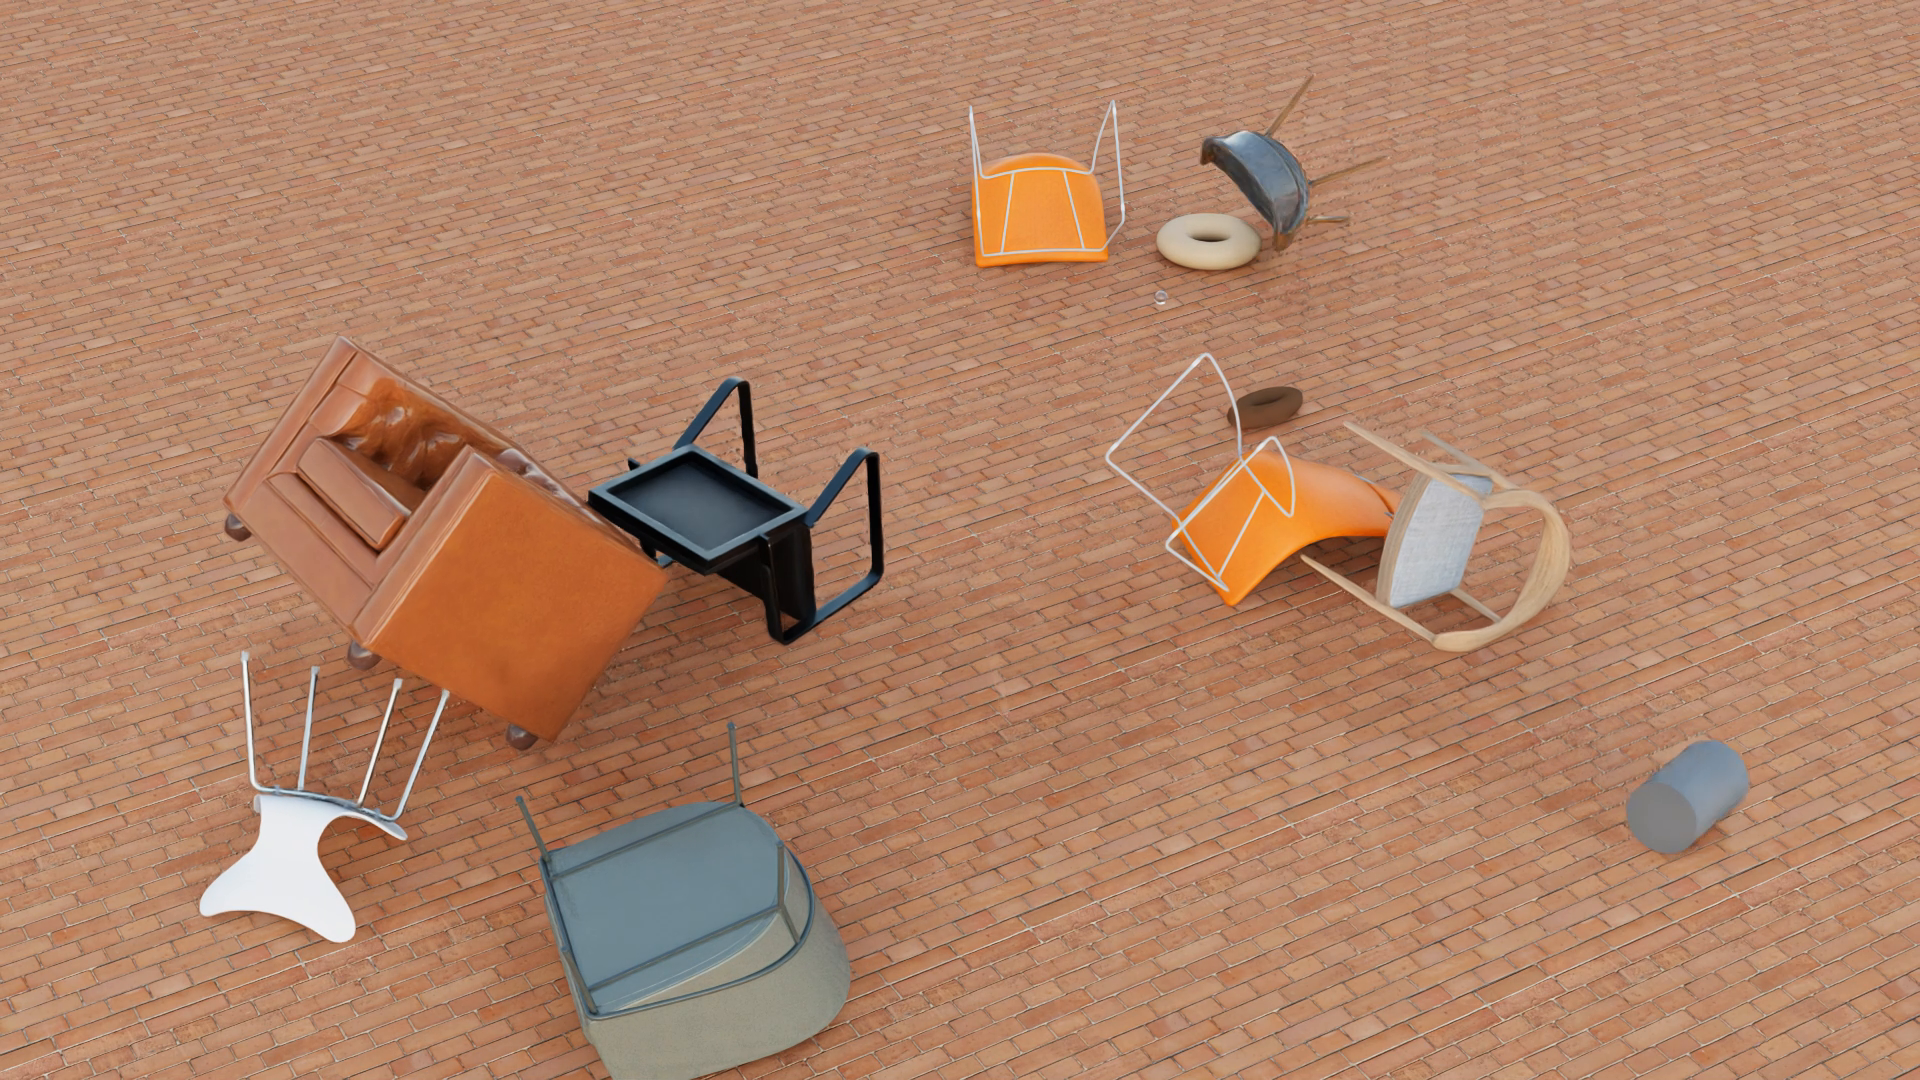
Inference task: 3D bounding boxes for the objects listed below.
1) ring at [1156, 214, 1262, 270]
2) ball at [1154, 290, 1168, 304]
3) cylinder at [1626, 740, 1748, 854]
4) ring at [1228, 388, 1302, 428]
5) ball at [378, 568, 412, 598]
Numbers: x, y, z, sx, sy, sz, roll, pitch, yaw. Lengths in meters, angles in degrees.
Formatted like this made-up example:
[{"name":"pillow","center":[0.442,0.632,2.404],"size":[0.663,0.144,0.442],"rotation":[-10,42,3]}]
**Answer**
[{"name":"ring","center":[1.089,-1.305,12.820],"size":[0.465,0.119,0.403],"rotation":[-1,34,-4]},{"name":"ball","center":[0.854,-1.030,12.452],"size":[0.060,0.060,0.060],"rotation":[0,33,0]},{"name":"cylinder","center":[2.343,0.825,9.441],"size":[0.309,0.283,0.241],"rotation":[-30,75,-37]},{"name":"ring","center":[1.214,-0.527,11.659],"size":[0.360,0.095,0.166],"rotation":[-19,36,-27]},{"name":"ball","center":[-2.043,0.155,10.604],"size":[0.115,0.115,0.115],"rotation":[0,33,0]}]
